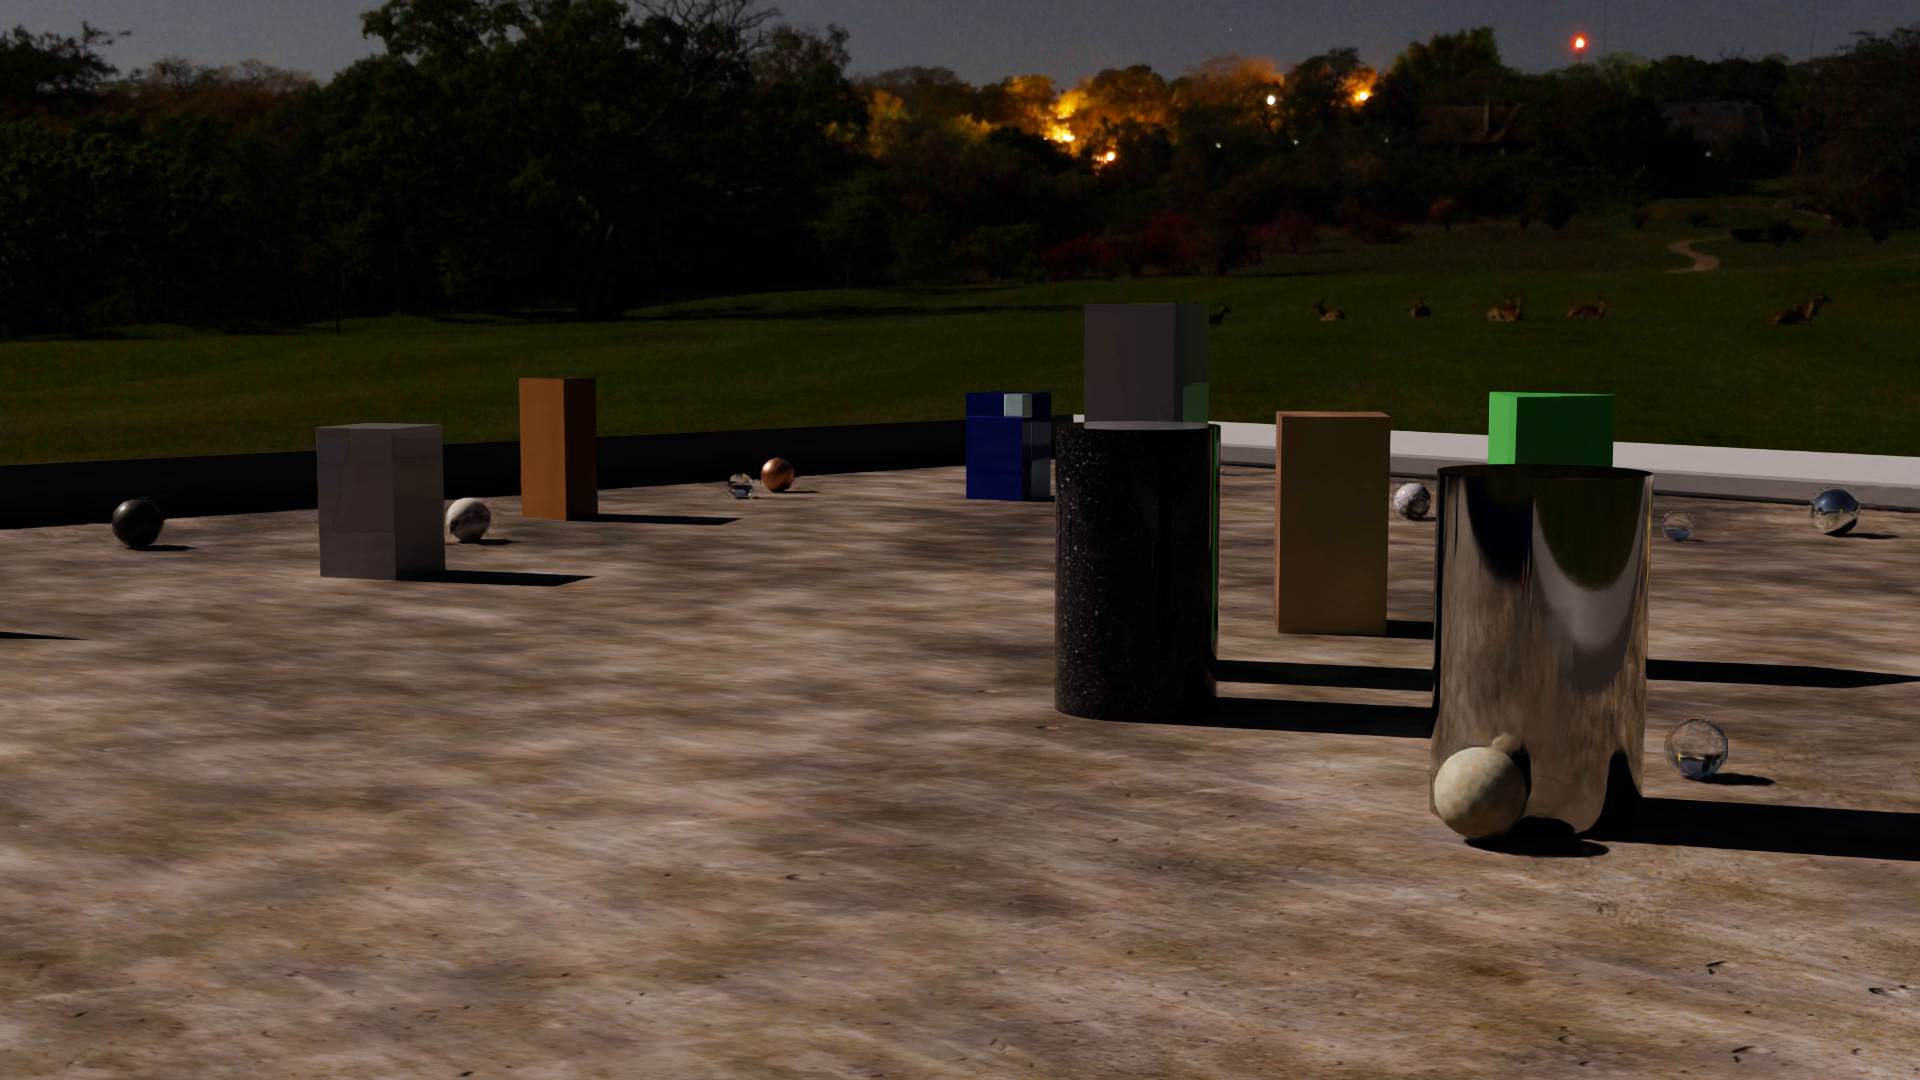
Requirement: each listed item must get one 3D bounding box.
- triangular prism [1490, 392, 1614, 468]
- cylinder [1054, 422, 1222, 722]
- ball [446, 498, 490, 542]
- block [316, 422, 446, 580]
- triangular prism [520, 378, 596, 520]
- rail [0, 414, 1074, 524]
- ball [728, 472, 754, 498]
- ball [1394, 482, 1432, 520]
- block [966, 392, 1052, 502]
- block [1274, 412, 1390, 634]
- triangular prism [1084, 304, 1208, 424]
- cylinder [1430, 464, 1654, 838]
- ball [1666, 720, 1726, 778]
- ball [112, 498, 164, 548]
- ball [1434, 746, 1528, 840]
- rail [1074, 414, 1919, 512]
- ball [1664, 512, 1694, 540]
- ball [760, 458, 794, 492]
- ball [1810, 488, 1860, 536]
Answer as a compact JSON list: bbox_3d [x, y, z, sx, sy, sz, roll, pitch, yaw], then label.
[{"bbox_3d":[0.705,-0.015,2.748,0.157,0.335,0.136,-3,7,-25],"label":"triangular prism"},{"bbox_3d":[0.195,0.030,2.427,0.181,0.313,0.181,0,6,0],"label":"cylinder"},{"bbox_3d":[-0.929,-0.039,4.154,0.083,0.083,0.083,0,6,0],"label":"ball"},{"bbox_3d":[-0.958,-0.066,3.645,0.145,0.246,0.145,2,6,20],"label":"block"},{"bbox_3d":[-0.823,-0.196,4.642,0.157,0.292,0.136,5,8,42],"label":"triangular prism"},{"bbox_3d":[-1.455,-0.137,4.901,4.926,0.118,0.045,-6,8,-42],"label":"rail"},{"bbox_3d":[-0.508,-0.126,5.083,0.060,0.060,0.060,0,6,0],"label":"ball"},{"bbox_3d":[0.944,-0.081,4.585,0.076,0.076,0.076,0,6,0],"label":"ball"},{"bbox_3d":[0.113,-0.219,5.088,0.145,0.243,0.145,3,7,29],"label":"block"},{"bbox_3d":[0.513,-0.027,3.044,0.145,0.295,0.145,1,6,5],"label":"block"},{"bbox_3d":[0.256,-0.067,2.707,0.136,0.446,0.157,-5,8,-42],"label":"triangular prism"},{"bbox_3d":[0.506,0.090,1.920,0.181,0.301,0.181,0,6,0],"label":"cylinder"},{"bbox_3d":[0.696,0.198,2.078,0.054,0.054,0.054,0,6,0],"label":"ball"},{"bbox_3d":[-1.514,-0.031,4.048,0.091,0.091,0.091,0,6,0],"label":"ball"},{"bbox_3d":[0.432,0.210,1.826,0.077,0.077,0.077,0,6,0],"label":"ball"},{"bbox_3d":[1.793,-0.145,4.977,0.045,0.118,4.339,-6,8,-42],"label":"rail"},{"bbox_3d":[1.363,-0.025,4.171,0.053,0.053,0.053,0,6,0],"label":"ball"},{"bbox_3d":[-0.436,-0.155,5.259,0.081,0.081,0.081,0,6,0],"label":"ball"},{"bbox_3d":[1.698,-0.054,4.265,0.090,0.090,0.090,0,6,0],"label":"ball"}]
